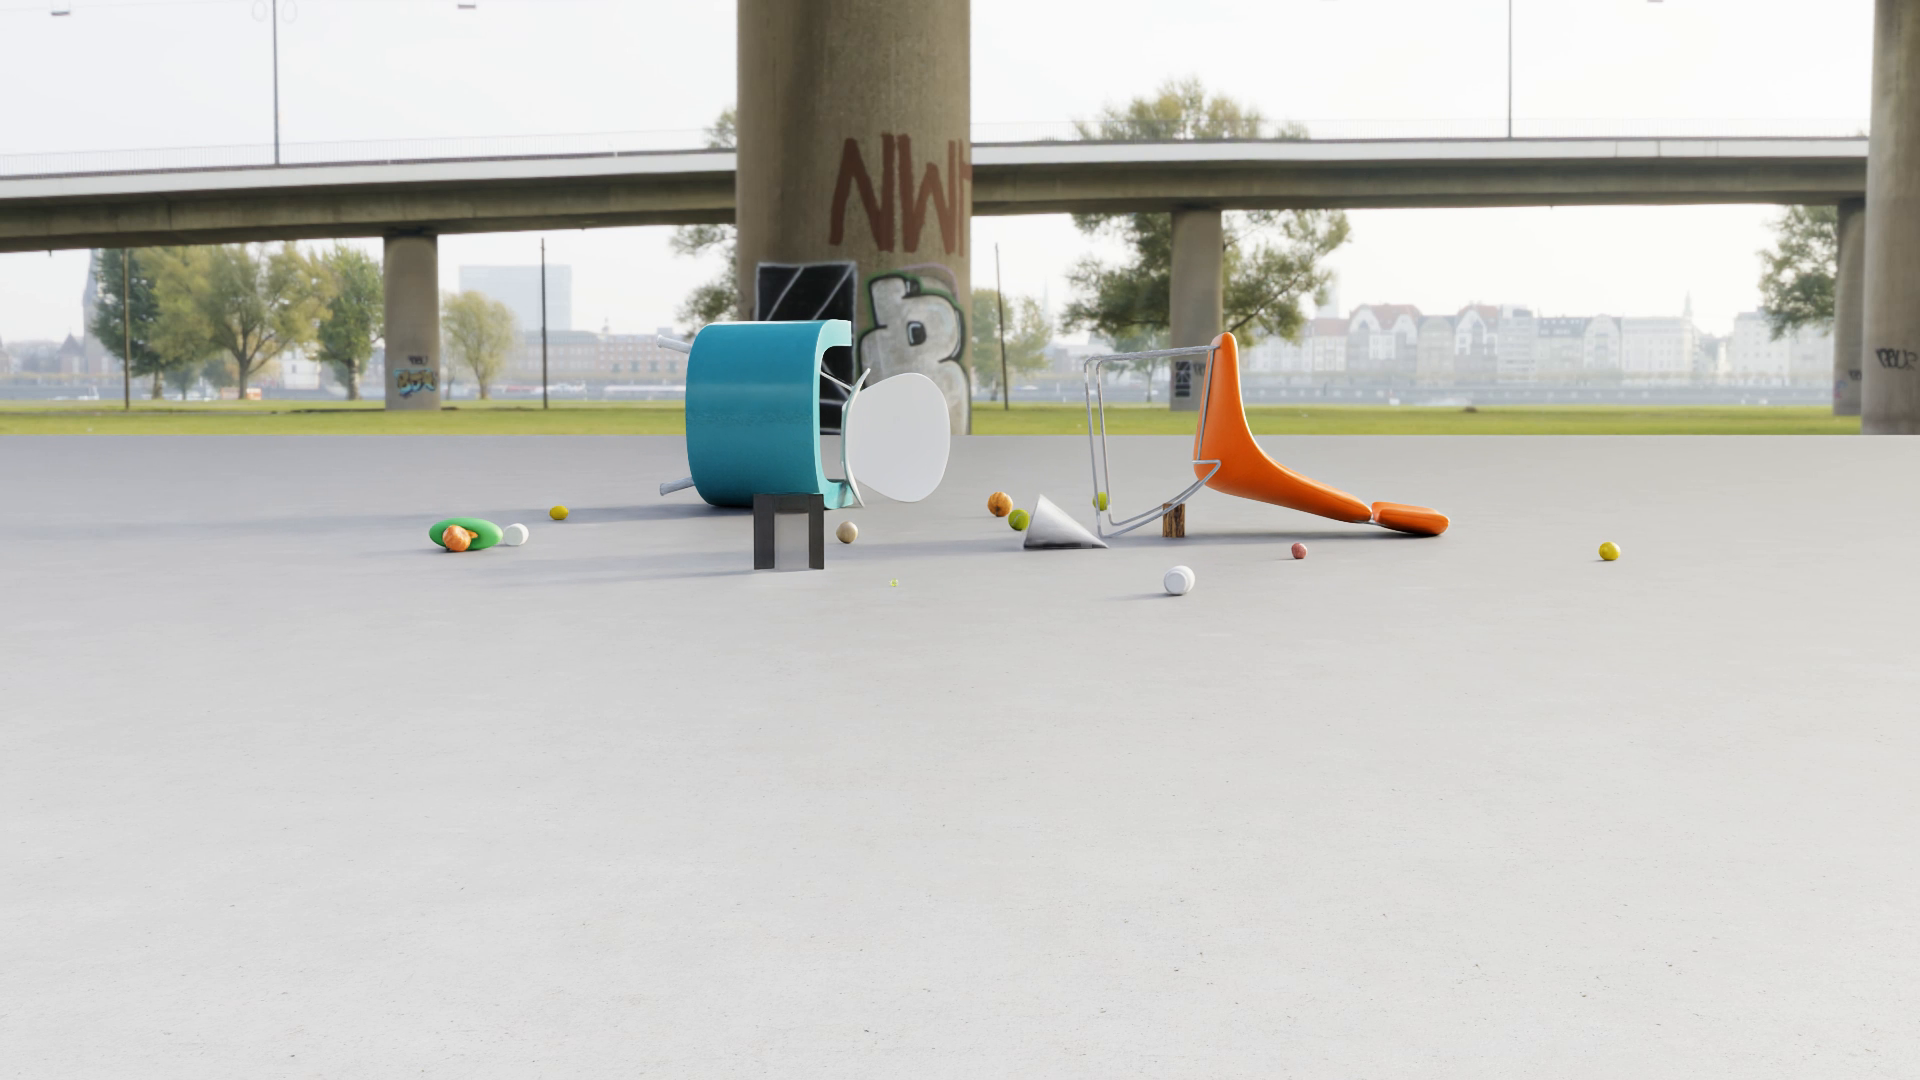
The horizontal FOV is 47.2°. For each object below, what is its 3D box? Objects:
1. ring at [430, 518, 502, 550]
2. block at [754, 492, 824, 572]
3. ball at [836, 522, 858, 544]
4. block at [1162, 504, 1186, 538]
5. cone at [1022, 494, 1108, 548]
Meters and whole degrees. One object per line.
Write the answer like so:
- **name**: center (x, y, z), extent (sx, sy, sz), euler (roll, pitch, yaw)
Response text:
- **ring**: center (-1.380, -0.017, 6.141), extent (0.208, 0.091, 0.069), euler (2, 17, 3)
- **block**: center (-0.425, -0.020, 5.461), extent (0.136, 0.189, 0.109), euler (-3, 5, -41)
- **ball**: center (-0.329, -0.022, 6.404), extent (0.064, 0.064, 0.064), euler (0, 4, 0)
- **block**: center (0.650, -0.060, 6.678), extent (0.066, 0.102, 0.038), euler (1, 4, 10)
- **cone**: center (0.313, -0.016, 6.221), extent (0.234, 0.158, 0.238), euler (19, 3, 1)
